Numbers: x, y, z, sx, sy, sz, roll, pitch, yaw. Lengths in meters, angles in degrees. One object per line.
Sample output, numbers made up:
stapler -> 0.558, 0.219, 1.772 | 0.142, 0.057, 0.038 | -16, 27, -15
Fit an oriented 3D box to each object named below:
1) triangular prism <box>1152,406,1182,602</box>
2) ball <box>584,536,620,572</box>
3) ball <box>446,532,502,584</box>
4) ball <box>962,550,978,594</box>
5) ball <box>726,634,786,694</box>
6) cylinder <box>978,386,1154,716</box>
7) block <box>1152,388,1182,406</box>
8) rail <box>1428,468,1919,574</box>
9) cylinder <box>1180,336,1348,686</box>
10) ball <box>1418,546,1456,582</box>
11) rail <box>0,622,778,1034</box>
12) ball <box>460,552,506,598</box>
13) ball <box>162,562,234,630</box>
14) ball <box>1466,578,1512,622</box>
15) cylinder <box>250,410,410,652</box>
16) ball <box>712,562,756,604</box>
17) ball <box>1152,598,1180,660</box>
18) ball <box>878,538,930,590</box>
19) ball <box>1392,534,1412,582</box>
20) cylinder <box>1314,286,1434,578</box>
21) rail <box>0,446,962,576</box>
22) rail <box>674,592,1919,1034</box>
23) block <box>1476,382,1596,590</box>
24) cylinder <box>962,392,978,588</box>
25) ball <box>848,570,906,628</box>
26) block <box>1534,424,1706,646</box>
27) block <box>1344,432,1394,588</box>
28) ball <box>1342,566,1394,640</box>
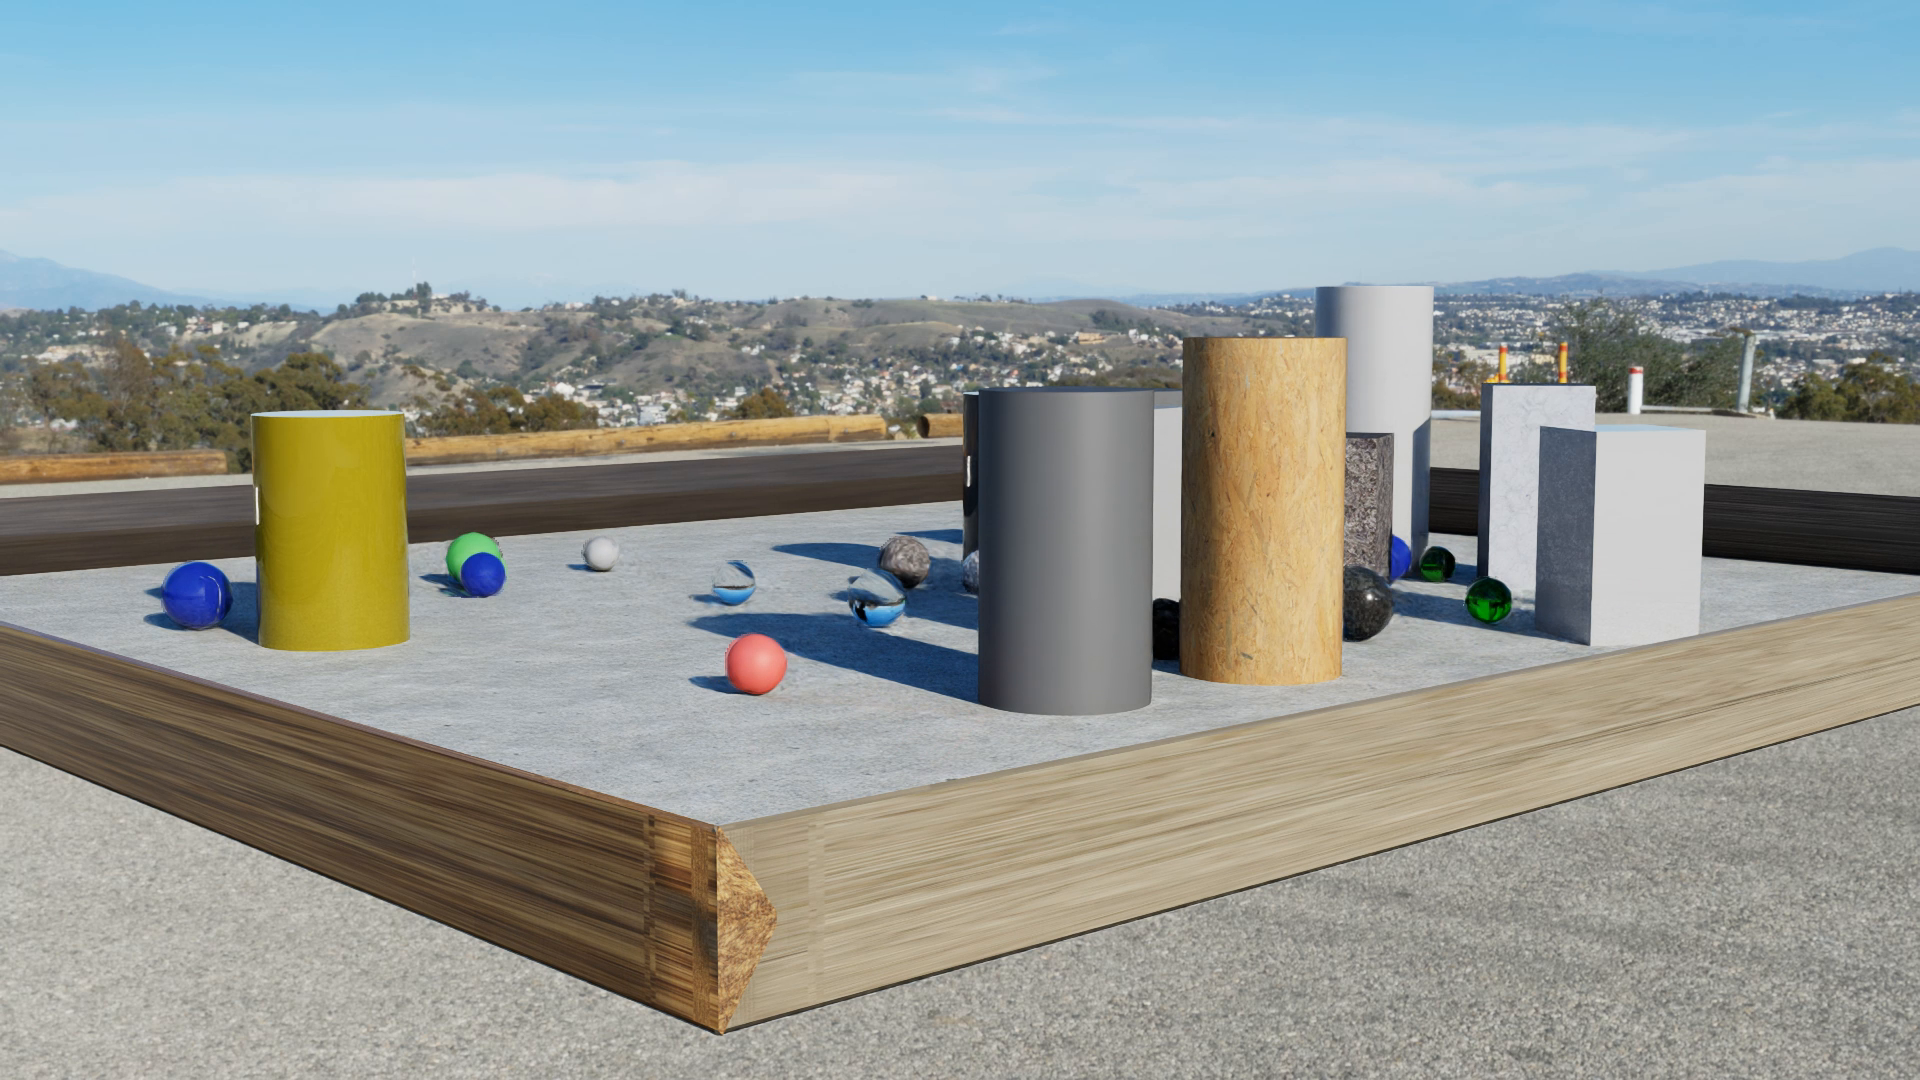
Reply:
triangular prism -> 0.250, -0.042, 3.219 | 0.149, 0.306, 0.172 | 4, 7, 36
ball -> -0.614, 0.024, 3.769 | 0.060, 0.060, 0.060 | 0, 6, 0
ball -> -0.788, 0.032, 3.564 | 0.087, 0.087, 0.087 | 0, 6, 0
ball -> 0.040, 0.050, 3.453 | 0.074, 0.074, 0.074 | 0, 6, 0
ball -> -0.237, 0.145, 2.562 | 0.070, 0.070, 0.070 | 0, 6, 0
cylinder -> 0.120, 0.006, 2.507 | 0.199, 0.356, 0.199 | 0, 6, 0
block -> 0.325, -0.108, 3.844 | 0.159, 0.308, 0.159 | -4, 7, -33
rail -> 1.057, -0.067, 4.302 | 0.045, 0.129, 2.732 | -5, 8, -42
cylinder -> 0.371, -0.042, 2.700 | 0.199, 0.412, 0.199 | 0, 6, 0
ball -> 0.784, 0.040, 3.613 | 0.060, 0.060, 0.060 | 0, 6, 0
rail -> -1.057, 0.135, 2.361 | 0.045, 0.129, 2.732 | -5, 8, -42
ball -> -0.743, 0.054, 3.425 | 0.071, 0.071, 0.071 | 0, 6, 0
ball -> -1.068, 0.078, 3.083 | 0.095, 0.095, 0.095 | 0, 6, 0
ball -> 0.757, 0.086, 3.148 | 0.065, 0.065, 0.065 | 0, 6, 0
cylinder -> -0.848, -0.017, 2.967 | 0.199, 0.307, 0.199 | 0, 6, 0
ball -> -0.343, 0.066, 3.341 | 0.065, 0.065, 0.065 | 0, 6, 0
ball -> 0.259, 0.114, 2.815 | 0.079, 0.079, 0.079 | 0, 6, 0
ball -> -0.089, 0.037, 3.533 | 0.083, 0.083, 0.083 | 0, 6, 0
ball -> 0.699, 0.030, 3.610 | 0.081, 0.081, 0.081 | 0, 6, 0
cylinder -> 0.699, -0.186, 3.738 | 0.199, 0.485, 0.199 | 0, 6, 0
rail -> -0.910, -0.069, 4.313 | 2.925, 0.129, 0.045 | -5, 8, -42
rail -> 0.910, 0.136, 2.351 | 2.925, 0.129, 0.045 | -5, 8, -42
block -> 0.937, -0.091, 3.587 | 0.159, 0.326, 0.159 | 1, 6, 7
cylinder -> 0.104, -0.082, 3.571 | 0.199, 0.312, 0.199 | 0, 6, 0
ball -> -0.117, 0.083, 3.099 | 0.082, 0.082, 0.082 | 0, 6, 0
block -> 0.900, -0.010, 3.009 | 0.159, 0.286, 0.159 | -1, 6, -12
block -> 0.542, -0.022, 3.225 | 0.159, 0.265, 0.159 | 2, 6, 20
ball -> 0.538, 0.086, 2.982 | 0.100, 0.100, 0.100 | 0, 6, 0
